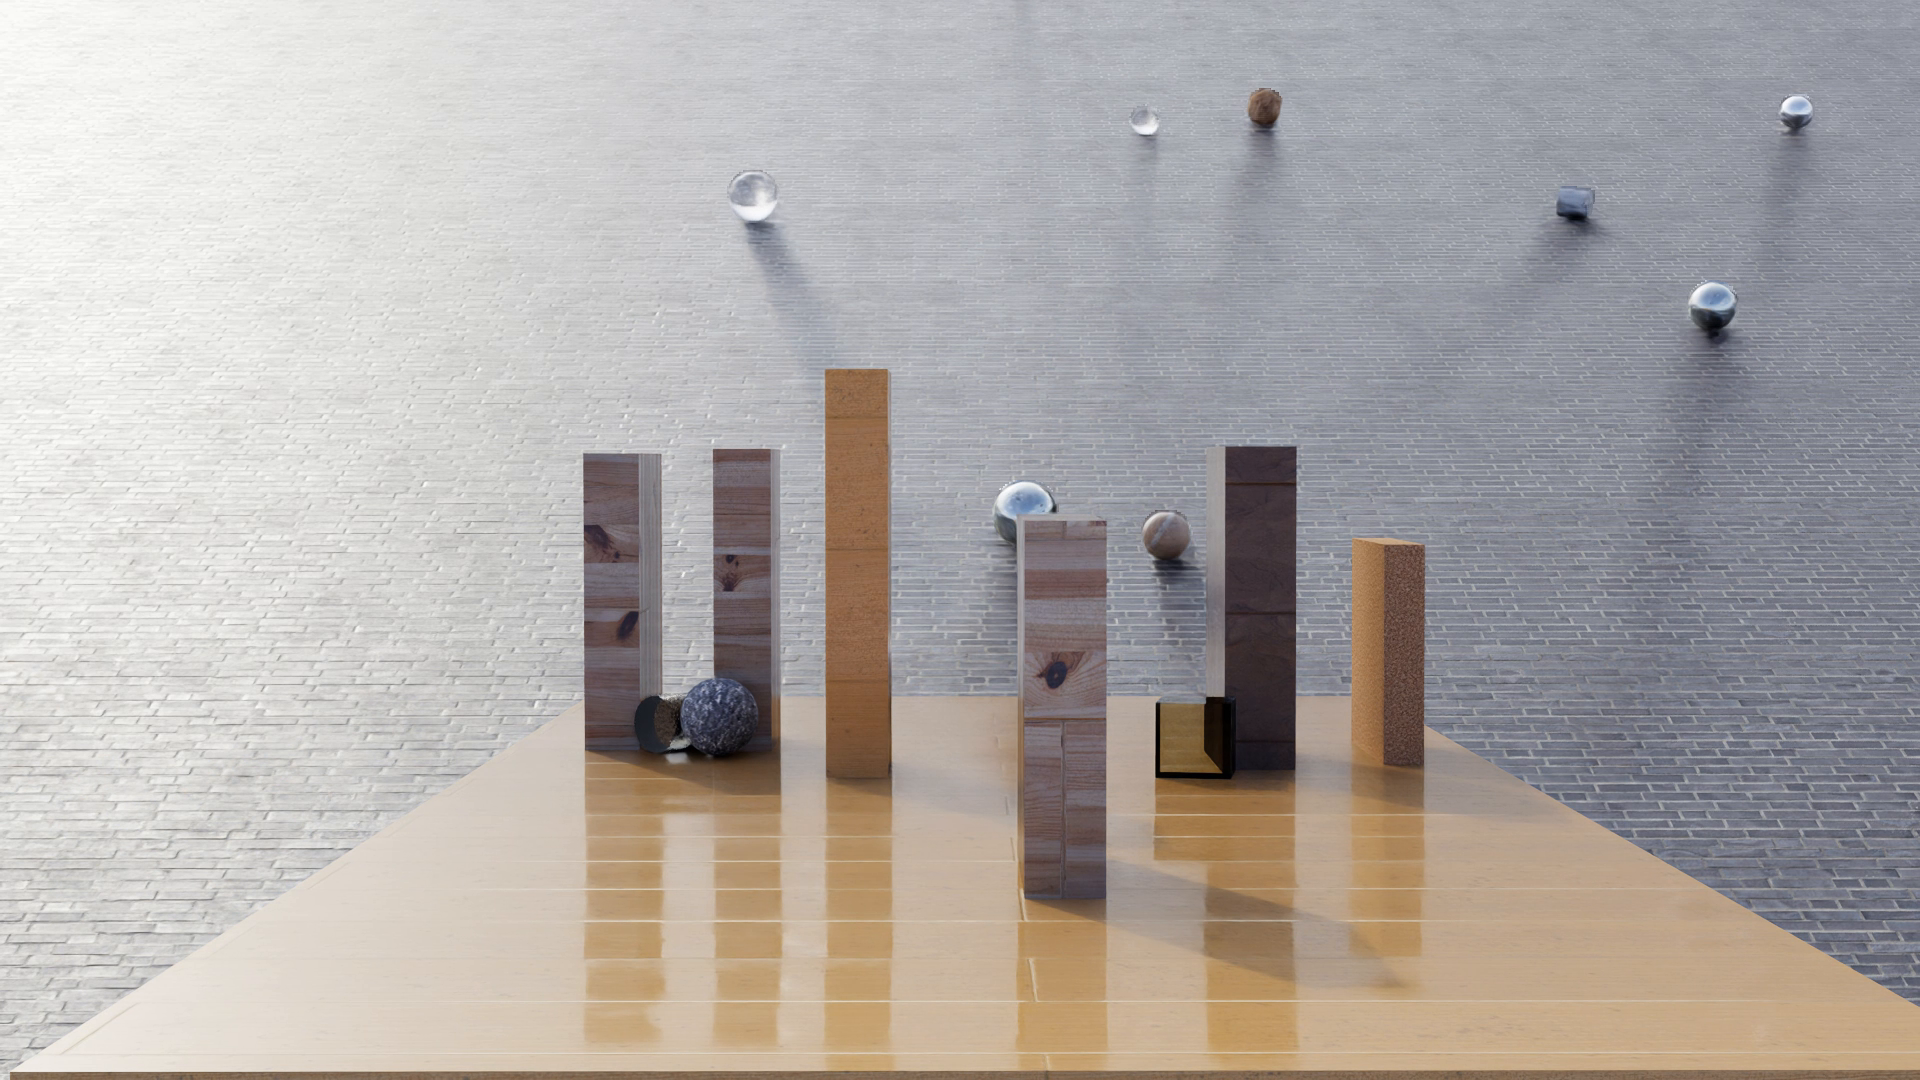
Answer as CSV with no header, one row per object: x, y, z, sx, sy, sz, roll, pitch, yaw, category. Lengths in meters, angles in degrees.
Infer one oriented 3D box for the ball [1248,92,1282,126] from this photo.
1.382,-1.961,11.707,0.154,0.154,0.154,0,25,0,ball

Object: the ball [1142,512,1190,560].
0.599,-0.012,7.492,0.141,0.141,0.141,0,25,0,ball

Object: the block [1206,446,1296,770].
0.582,0.127,5.180,0.138,0.628,0.373,0,2,0,block

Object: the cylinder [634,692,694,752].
-0.592,0.378,5.349,0.117,0.117,0.117,19,13,35,cylinder

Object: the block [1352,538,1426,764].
0.877,0.220,5.294,0.080,0.435,0.415,0,2,0,block

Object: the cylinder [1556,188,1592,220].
2.493,-1.365,10.461,0.114,0.114,0.114,12,27,25,cylinder

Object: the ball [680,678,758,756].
-0.490,0.360,5.251,0.160,0.160,0.160,0,25,0,ball

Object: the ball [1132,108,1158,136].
0.830,-1.878,11.562,0.125,0.125,0.125,0,25,0,ball

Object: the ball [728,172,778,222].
-0.835,-1.385,10.400,0.200,0.200,0.200,0,25,0,ball

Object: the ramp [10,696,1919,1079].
0.057,0.512,4.553,2.000,0.100,4.000,0,2,0,ramp

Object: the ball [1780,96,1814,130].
3.782,-1.933,11.653,0.147,0.147,0.147,0,25,0,ball

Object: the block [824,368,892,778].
-0.196,0.060,5.016,0.119,0.775,0.269,0,2,0,block

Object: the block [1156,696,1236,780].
0.452,0.378,4.940,0.143,0.143,0.143,0,2,10,block

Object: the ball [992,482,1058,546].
0.190,-0.076,7.570,0.191,0.191,0.191,0,25,0,ball

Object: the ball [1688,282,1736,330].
2.700,-0.838,9.252,0.169,0.169,0.169,0,25,0,ball

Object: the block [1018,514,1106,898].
0.145,0.227,3.742,0.113,0.520,0.406,0,2,0,block

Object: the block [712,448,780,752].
-0.450,0.120,5.465,0.119,0.625,0.282,0,2,0,block

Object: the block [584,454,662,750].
-0.723,0.122,5.551,0.115,0.616,0.415,0,2,0,block
